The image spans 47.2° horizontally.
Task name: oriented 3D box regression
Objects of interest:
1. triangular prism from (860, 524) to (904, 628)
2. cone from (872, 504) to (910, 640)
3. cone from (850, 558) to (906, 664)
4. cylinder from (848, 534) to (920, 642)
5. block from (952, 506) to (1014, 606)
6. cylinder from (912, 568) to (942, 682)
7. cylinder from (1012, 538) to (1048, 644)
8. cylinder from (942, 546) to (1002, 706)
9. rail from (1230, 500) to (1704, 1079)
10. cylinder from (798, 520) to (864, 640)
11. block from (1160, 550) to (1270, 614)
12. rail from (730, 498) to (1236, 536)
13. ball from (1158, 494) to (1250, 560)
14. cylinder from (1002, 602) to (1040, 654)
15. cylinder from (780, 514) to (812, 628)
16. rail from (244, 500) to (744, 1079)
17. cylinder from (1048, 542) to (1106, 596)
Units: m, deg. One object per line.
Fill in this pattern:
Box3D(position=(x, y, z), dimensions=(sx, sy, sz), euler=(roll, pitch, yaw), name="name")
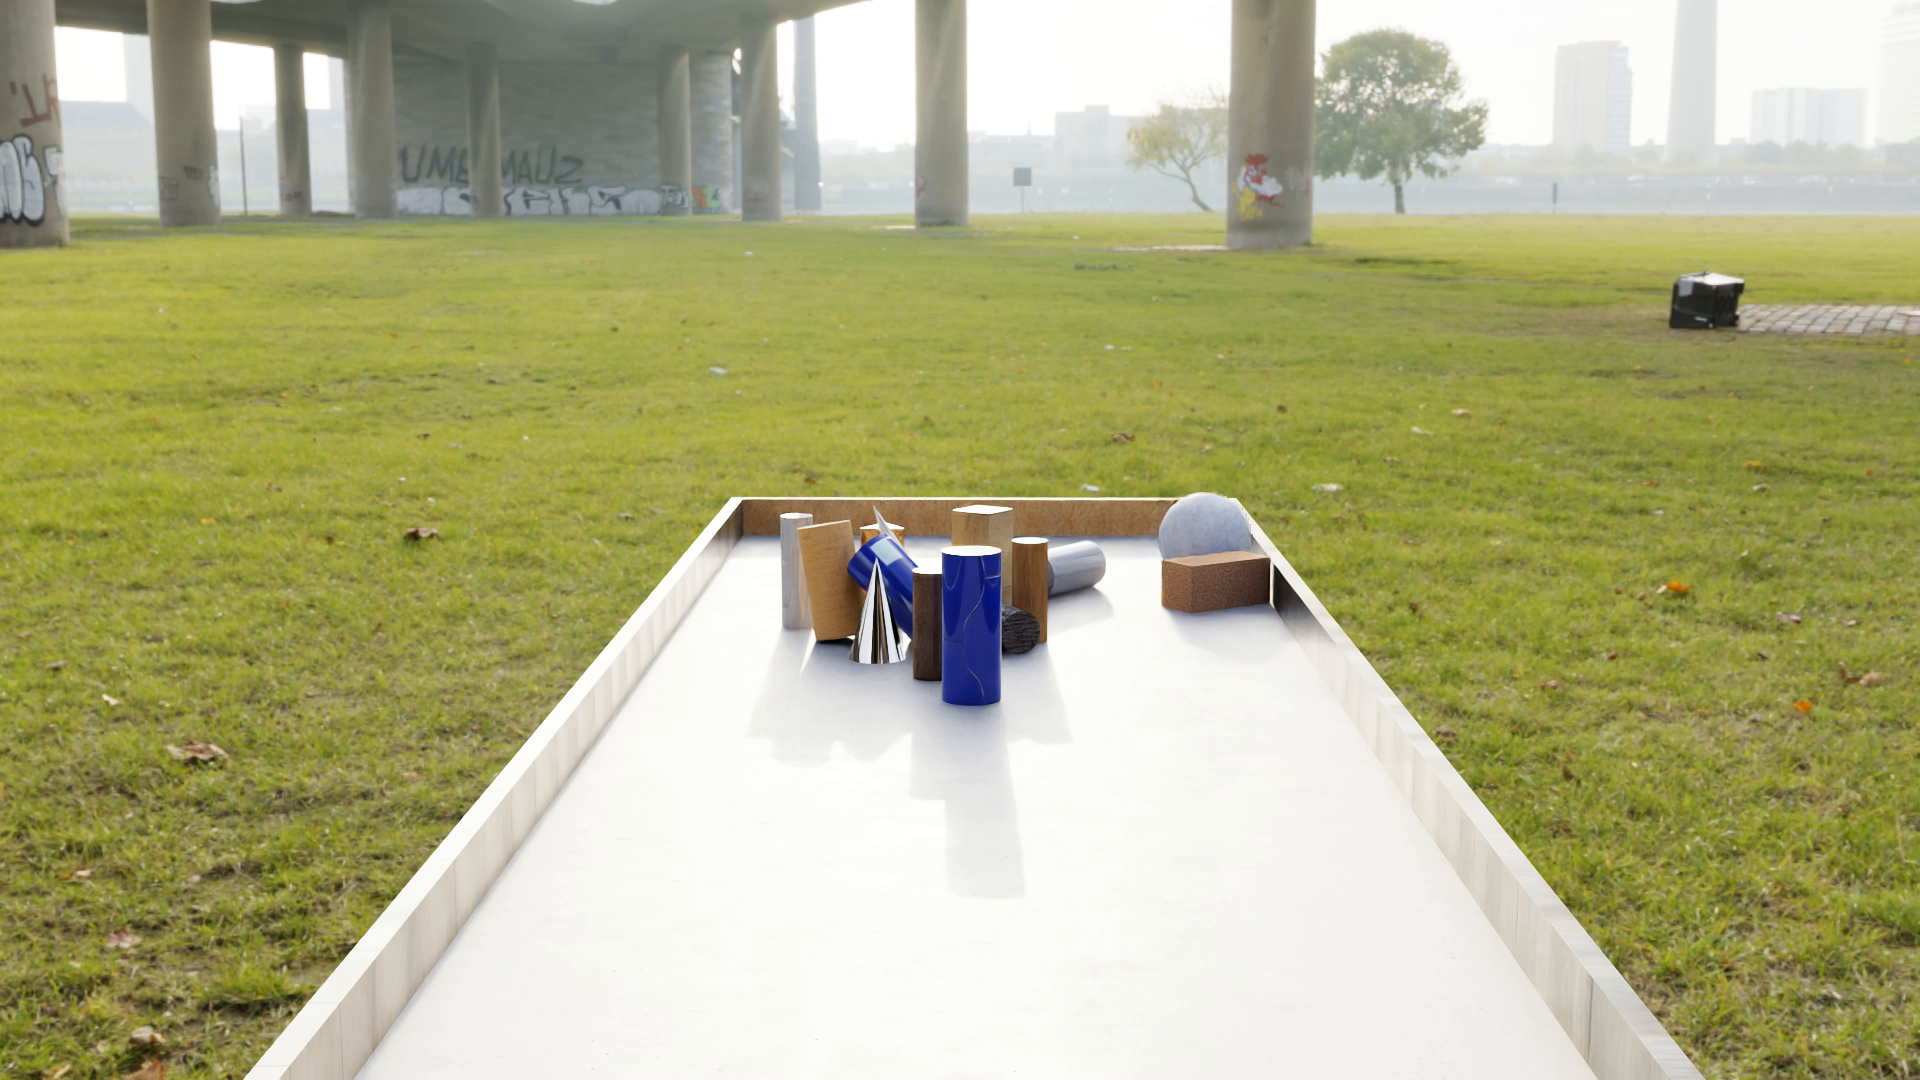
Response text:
Box3D(position=(-0.250, 0.115, 7.232), dimensions=(0.140, 0.329, 0.121), euler=(0, 9, 3), name="triangular prism")
Box3D(position=(-0.188, 0.081, 7.023), dimensions=(0.157, 0.450, 0.157), euler=(-24, -14, -6), name="cone")
Box3D(position=(-0.254, 0.206, 6.710), dimensions=(0.174, 0.313, 0.174), euler=(0, 9, 0), name="cone")
Box3D(position=(-0.171, 0.163, 6.839), dimensions=(0.352, 0.176, 0.176), euler=(46, 28, 18), name="cylinder")
Box3D(position=(0.074, 0.089, 7.223), dimensions=(0.145, 0.383, 0.145), euler=(6, 11, 34), name="block")
Box3D(position=(-0.082, 0.246, 6.440), dimensions=(0.113, 0.319, 0.113), euler=(0, 9, 0), name="cylinder")
Box3D(position=(0.221, 0.160, 6.967), dimensions=(0.113, 0.322, 0.113), euler=(0, 9, 0), name="cylinder")
Box3D(position=(0.032, 0.238, 6.154), dimensions=(0.168, 0.423, 0.168), euler=(0, 9, 0), name="cylinder")
Box3D(position=(1.046, 0.843, 3.208), dimensions=(0.050, 0.150, 12.000), euler=(0, 9, 1), name="rail")
Box3D(position=(-0.403, 0.127, 6.980), dimensions=(0.171, 0.358, 0.171), euler=(-9, 3, 0), name="cylinder")
Box3D(position=(0.883, 0.143, 7.589), dimensions=(0.355, 0.162, 0.162), euler=(-6, 11, -33), name="block")
Box3D(position=(0.099, -0.098, 9.147), dimensions=(2.100, 0.150, 0.050), euler=(0, 9, 1), name="rail")
Box3D(position=(0.885, -0.004, 7.974), dimensions=(0.332, 0.332, 0.332), euler=(0, 9, 0), name="ball")
Box3D(position=(0.100, 0.258, 6.947), dimensions=(0.137, 0.137, 0.402), euler=(-4, 10, -25), name="cylinder")
Box3D(position=(-0.534, 0.101, 7.203), dimensions=(0.106, 0.366, 0.106), euler=(0, 9, 0), name="cylinder")
Box3D(position=(-1.004, 0.839, 3.234), dimensions=(0.050, 0.150, 12.000), euler=(0, 9, 1), name="rail")
Box3D(position=(0.362, 0.106, 7.821), dimensions=(0.164, 0.164, 0.326), euler=(7, 11, 37), name="cylinder")
